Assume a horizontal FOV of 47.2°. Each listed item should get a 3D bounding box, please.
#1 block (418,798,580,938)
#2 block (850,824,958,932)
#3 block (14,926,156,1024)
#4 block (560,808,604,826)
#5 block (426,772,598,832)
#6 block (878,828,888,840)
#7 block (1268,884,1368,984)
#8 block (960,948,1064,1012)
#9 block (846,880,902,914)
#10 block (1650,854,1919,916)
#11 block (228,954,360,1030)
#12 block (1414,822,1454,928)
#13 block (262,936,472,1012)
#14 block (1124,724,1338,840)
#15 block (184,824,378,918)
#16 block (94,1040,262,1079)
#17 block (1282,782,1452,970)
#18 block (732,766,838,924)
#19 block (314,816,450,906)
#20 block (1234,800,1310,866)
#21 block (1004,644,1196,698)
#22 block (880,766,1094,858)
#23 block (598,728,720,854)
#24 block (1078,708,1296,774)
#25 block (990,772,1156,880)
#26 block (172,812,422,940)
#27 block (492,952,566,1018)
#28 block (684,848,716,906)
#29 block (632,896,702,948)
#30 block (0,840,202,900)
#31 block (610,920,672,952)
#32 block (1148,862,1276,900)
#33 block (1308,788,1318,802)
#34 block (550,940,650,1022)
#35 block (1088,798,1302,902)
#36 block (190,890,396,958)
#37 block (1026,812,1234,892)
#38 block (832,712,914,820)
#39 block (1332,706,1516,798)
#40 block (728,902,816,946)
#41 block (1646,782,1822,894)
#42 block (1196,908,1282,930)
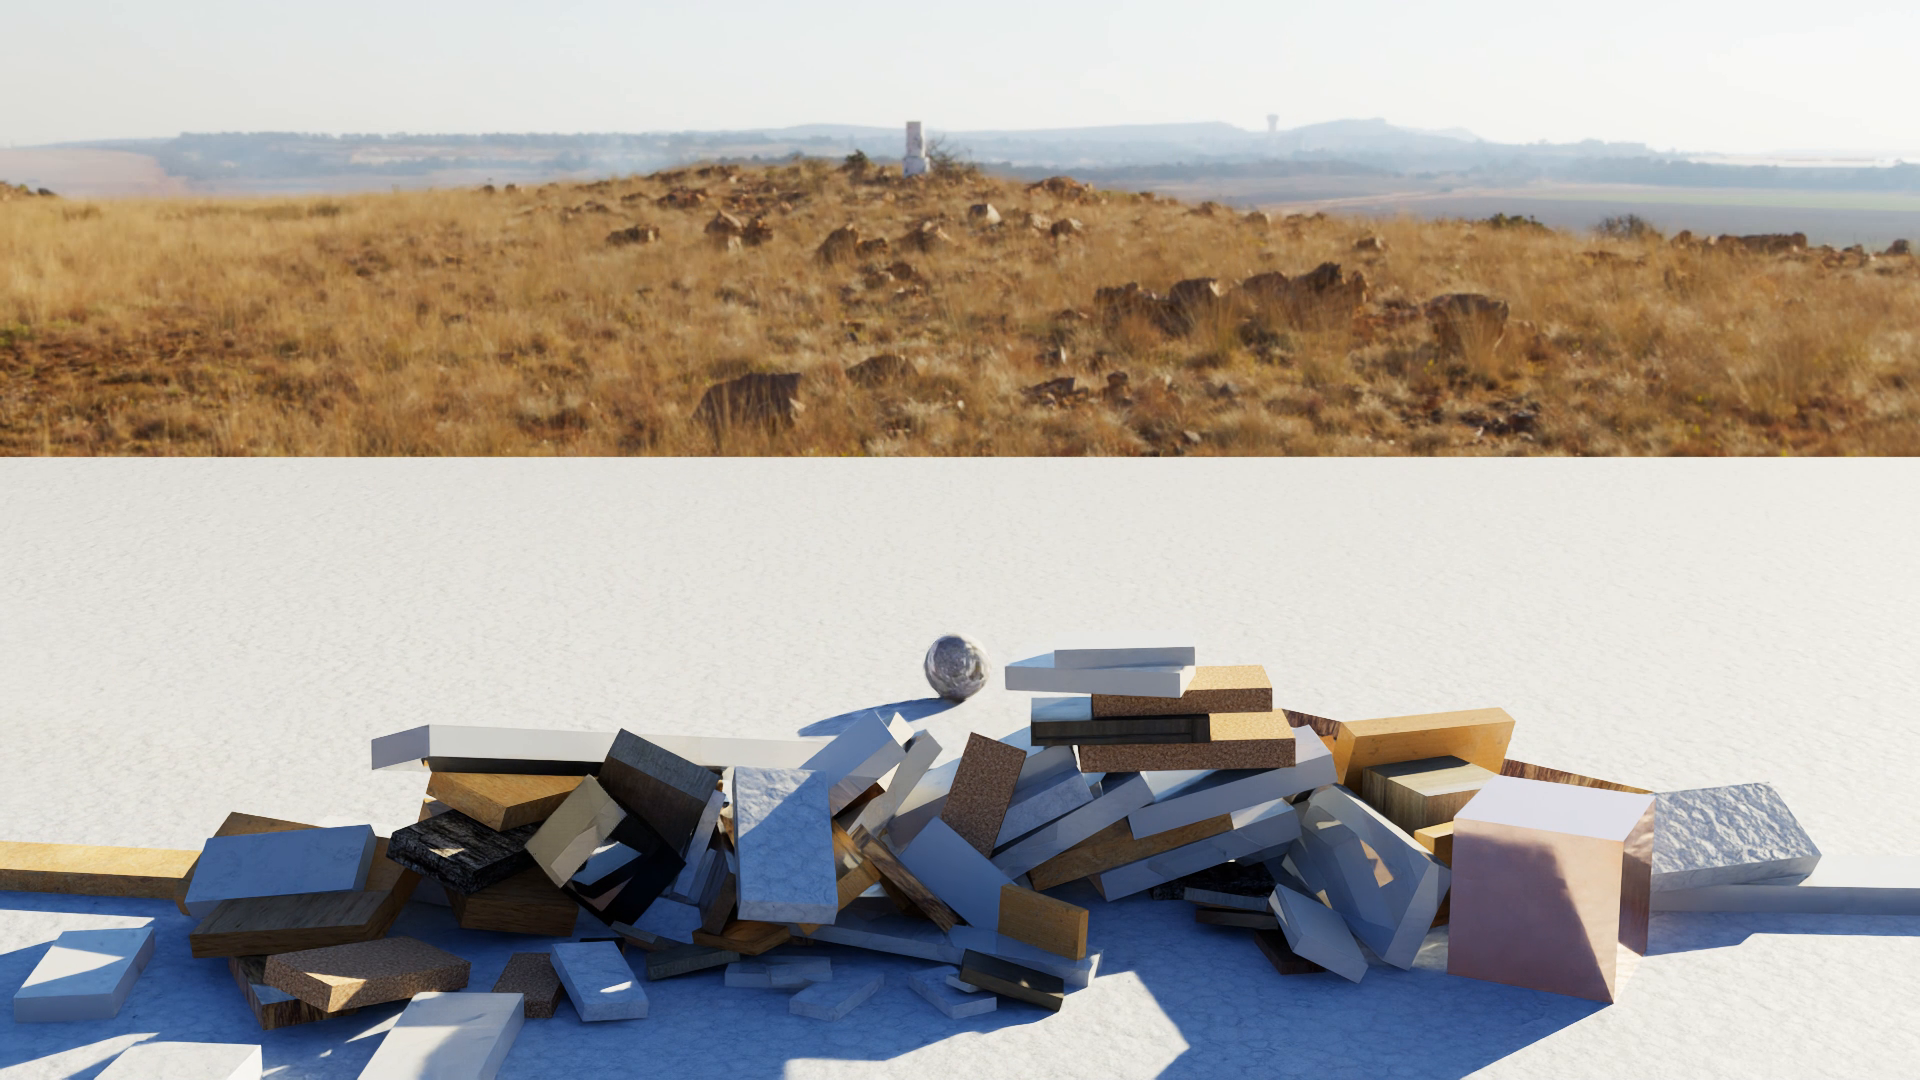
[{"bbox_3d":[-0.756,0.530,3.577,0.180,0.051,0.359,11,14,-28],"label":"block"},{"bbox_3d":[-0.087,0.520,3.383,0.027,0.190,0.095,-46,14,-4],"label":"block"},{"bbox_3d":[-1.298,0.644,3.271,0.135,0.038,0.270,-1,11,-8],"label":"block"},{"bbox_3d":[-0.654,0.492,4.123,0.095,0.027,0.190,5,12,26],"label":"block"},{"bbox_3d":[-0.735,0.413,3.688,0.153,0.043,0.307,23,11,21],"label":"block"},{"bbox_3d":[0.033,0.482,3.868,0.473,0.049,0.172,5,19,-7],"label":"block"},{"bbox_3d":[0.549,0.603,3.383,0.113,0.032,0.225,26,9,-6],"label":"block"},{"bbox_3d":[0.076,0.642,3.210,0.151,0.021,0.076,18,11,-1],"label":"block"},{"bbox_3d":[-0.111,0.578,3.584,0.204,0.029,0.102,-1,10,-2],"label":"block"},{"bbox_3d":[1.349,0.569,3.654,0.673,0.046,0.164,1,11,3],"label":"block"},{"bbox_3d":[-0.989,0.648,3.255,0.135,0.038,0.270,-6,12,-28],"label":"block"},{"bbox_3d":[0.864,0.527,3.595,0.302,0.151,0.043,-7,13,-33],"label":"block"},{"bbox_3d":[-0.855,0.626,3.185,0.135,0.038,0.270,14,5,31],"label":"block"},{"bbox_3d":[0.438,0.400,3.651,0.346,0.049,0.173,-16,11,0],"label":"block"},{"bbox_3d":[-1.070,0.522,3.473,0.270,0.038,0.135,-5,40,5],"label":"block"},{"bbox_3d":[-1.036,0.730,2.784,0.172,0.049,0.344,1,11,5],"label":"block"},{"bbox_3d":[0.648,0.528,3.533,0.047,0.167,0.448,23,5,-15],"label":"block"},{"bbox_3d":[-0.269,0.461,3.347,0.144,0.041,0.288,5,36,-12],"label":"block"},{"bbox_3d":[-0.928,0.540,3.682,0.359,0.051,0.180,8,12,7],"label":"block"},{"bbox_3d":[0.548,0.505,3.794,0.203,0.029,0.102,-14,19,-23],"label":"block"},{"bbox_3d":[0.230,0.213,3.591,0.287,0.041,0.144,1,12,16],"label":"block"},{"bbox_3d":[0.041,0.459,3.622,0.346,0.049,0.173,-26,11,-2],"label":"block"},{"bbox_3d":[-0.505,0.417,3.579,0.173,0.049,0.347,27,-27,-4],"label":"block"},{"bbox_3d":[0.368,0.330,3.626,0.346,0.049,0.173,-2,12,1],"label":"block"},{"bbox_3d":[0.150,0.466,3.635,0.346,0.049,0.173,-30,11,4],"label":"block"},{"bbox_3d":[-1.053,0.542,3.516,0.359,0.051,0.180,6,42,18],"label":"block"},{"bbox_3d":[-0.631,0.656,3.243,0.093,0.026,0.186,0,11,1],"label":"block"},{"bbox_3d":[-0.412,0.537,3.484,0.013,0.090,0.045,25,-31,-11],"label":"block"},{"bbox_3d":[-0.433,0.605,3.437,0.148,0.021,0.074,9,37,30],"label":"block"},{"bbox_3d":[-1.410,0.561,3.721,0.680,0.038,0.135,2,11,8],"label":"block"},{"bbox_3d":[-0.490,0.617,3.399,0.101,0.014,0.050,9,-30,41],"label":"block"},{"bbox_3d":[0.417,0.571,3.691,0.203,0.029,0.102,-1,11,-5],"label":"block"},{"bbox_3d":[0.664,0.447,3.850,0.108,0.054,0.015,16,24,-34],"label":"block"},{"bbox_3d":[-0.528,0.643,3.214,0.095,0.027,0.190,2,16,-26],"label":"block"},{"bbox_3d":[0.383,0.507,3.711,0.346,0.049,0.173,-17,12,-8],"label":"block"},{"bbox_3d":[-1.011,0.583,3.342,0.270,0.038,0.135,-4,13,5],"label":"block"},{"bbox_3d":[0.270,0.490,3.700,0.346,0.049,0.173,-17,11,-5],"label":"block"},{"bbox_3d":[-0.232,0.422,3.707,0.330,0.047,0.165,-32,17,32],"label":"block"},{"bbox_3d":[0.799,0.388,3.836,0.335,0.167,0.047,-3,29,-24],"label":"block"},{"bbox_3d":[-0.319,0.607,3.499,0.204,0.029,0.102,2,11,11],"label":"block"},{"bbox_3d":[1.225,0.488,3.622,0.335,0.047,0.167,-3,41,-17],"label":"block"},{"bbox_3d":[0.451,0.600,3.484,0.139,0.020,0.069,0,-5,29],"label":"block"}]
